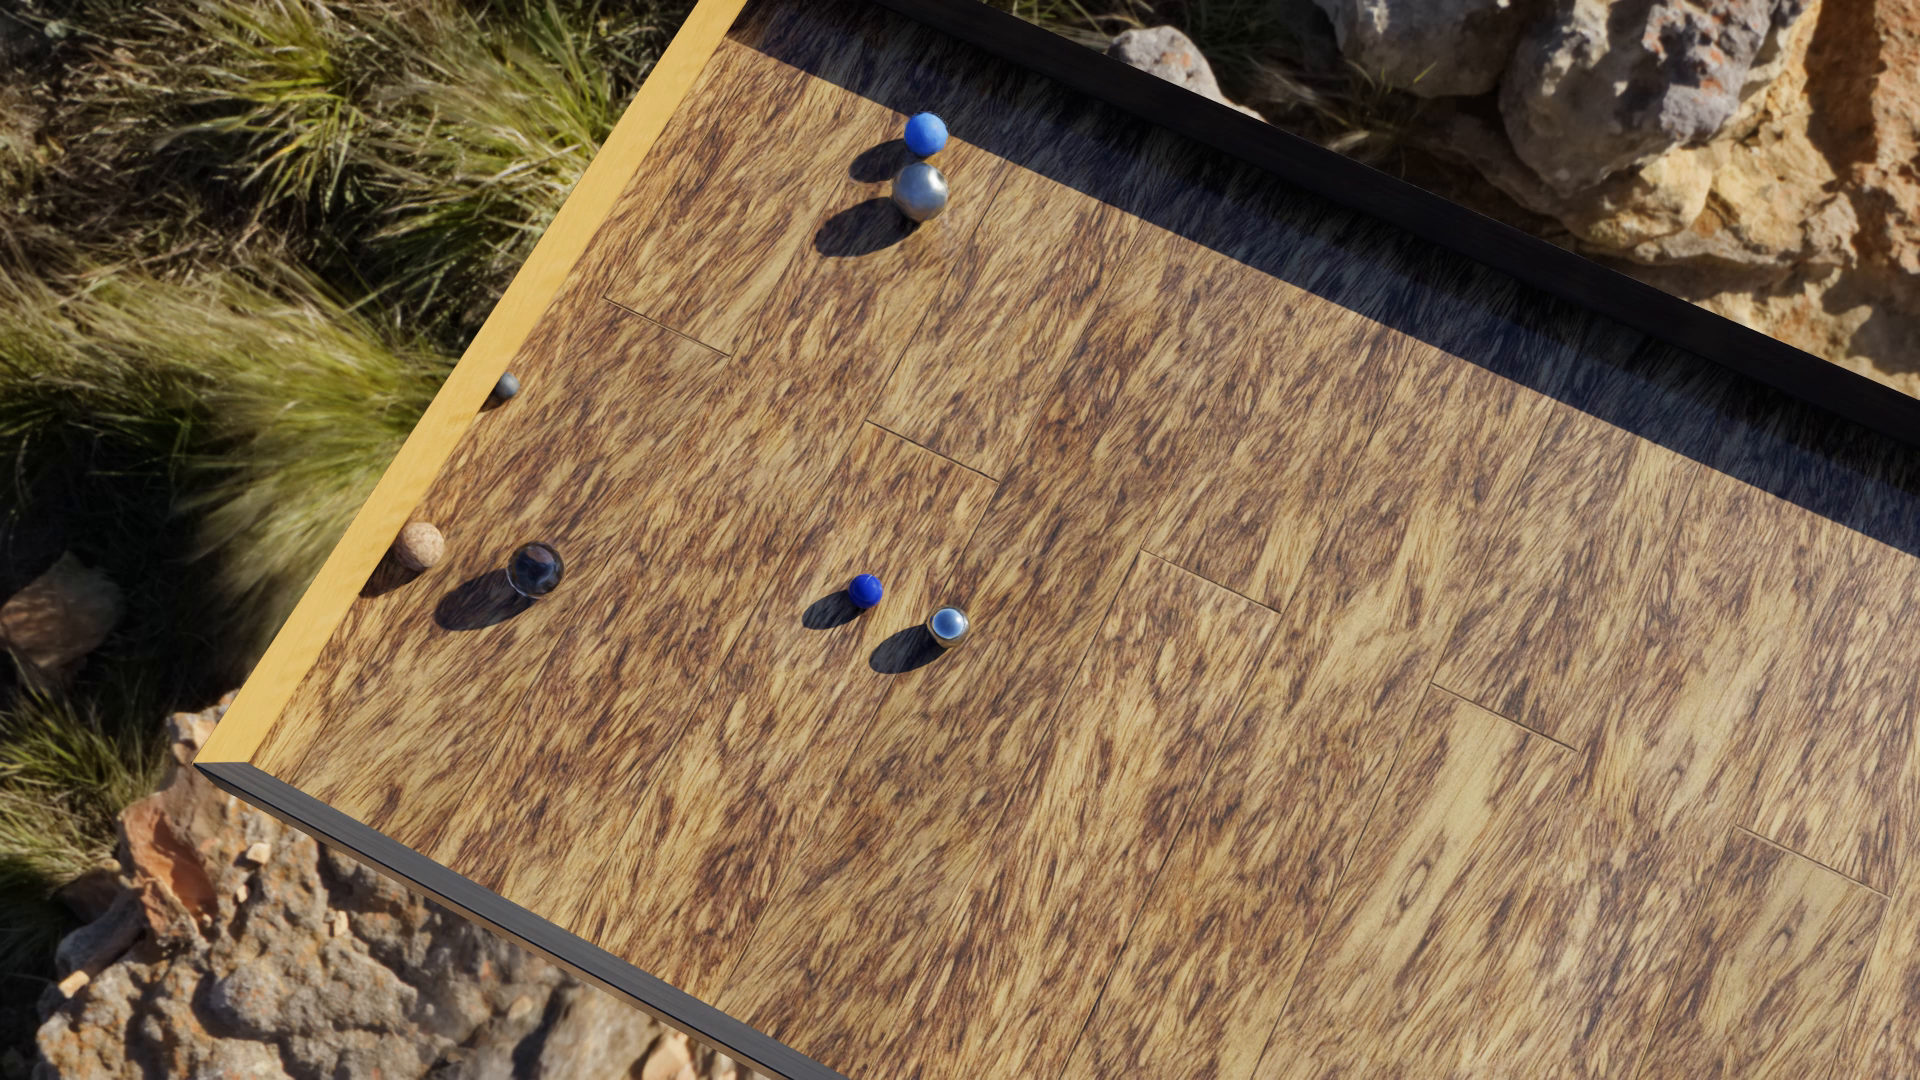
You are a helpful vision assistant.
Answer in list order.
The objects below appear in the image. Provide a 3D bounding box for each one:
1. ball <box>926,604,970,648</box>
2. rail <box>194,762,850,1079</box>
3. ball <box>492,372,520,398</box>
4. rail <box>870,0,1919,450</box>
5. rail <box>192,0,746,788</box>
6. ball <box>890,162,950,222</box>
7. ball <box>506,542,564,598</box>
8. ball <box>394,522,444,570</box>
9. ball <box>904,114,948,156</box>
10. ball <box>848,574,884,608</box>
[{"bbox_3d":[-0.018,0.135,3.438,0.068,0.068,0.068,0,68,0],"label":"ball"},{"bbox_3d":[0.360,1.038,3.036,3.342,0.128,0.045,25,70,10],"label":"rail"},{"bbox_3d":[-0.745,-0.253,3.609,0.043,0.043,0.043,0,68,0],"label":"ball"},{"bbox_3d":[1.129,-0.358,3.605,3.342,0.128,0.045,25,70,10],"label":"rail"},{"bbox_3d":[-0.723,-0.353,3.603,0.045,0.128,1.740,25,70,10],"label":"rail"},{"bbox_3d":[-0.067,-0.587,3.715,0.099,0.099,0.099,0,68,0],"label":"ball"},{"bbox_3d":[-0.668,0.046,3.462,0.090,0.090,0.090,0,68,0],"label":"ball"},{"bbox_3d":[-0.857,0.010,3.484,0.078,0.078,0.078,0,68,0],"label":"ball"},{"bbox_3d":[-0.059,-0.695,3.773,0.073,0.073,0.073,0,68,0],"label":"ball"},{"bbox_3d":[-0.149,0.081,3.466,0.056,0.056,0.056,0,68,0],"label":"ball"}]
